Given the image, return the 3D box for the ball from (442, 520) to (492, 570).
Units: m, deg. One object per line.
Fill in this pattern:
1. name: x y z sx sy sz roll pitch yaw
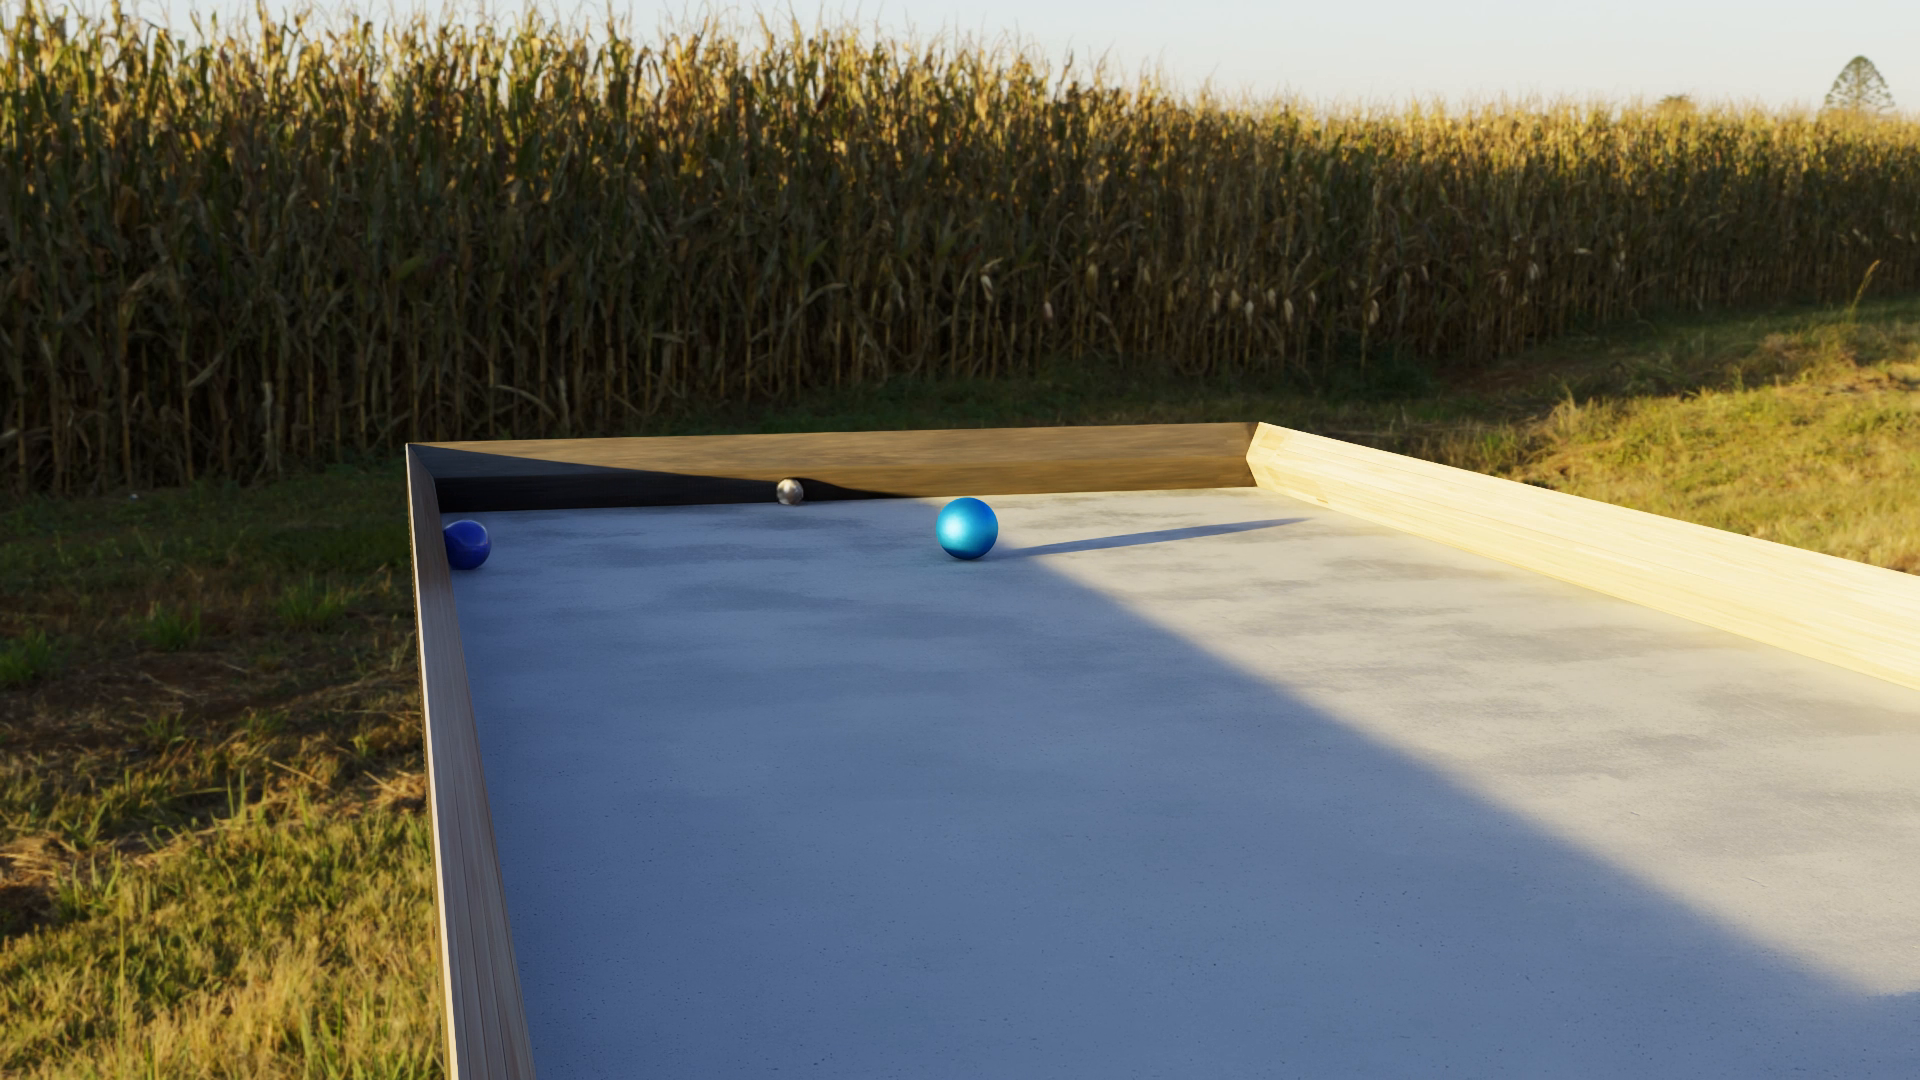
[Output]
1. ball: -0.743 0.007 3.303 0.075 0.075 0.075 0 8 0

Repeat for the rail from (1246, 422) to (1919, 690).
1. rail: 0.963 0.056 2.785 0.045 0.126 3.195 -2 9 -14

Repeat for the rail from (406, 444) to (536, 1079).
1. rail: -0.566 0.113 2.396 0.045 0.126 3.195 -2 9 -14

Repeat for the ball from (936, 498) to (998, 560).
1. ball: 0.011 -0.018 3.399 0.097 0.097 0.097 0 8 0

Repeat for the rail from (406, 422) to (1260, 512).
1. rail: -0.193 -0.136 4.099 1.626 0.126 0.045 -2 9 -14

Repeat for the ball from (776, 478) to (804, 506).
1. ball: -0.312 -0.088 4.046 0.049 0.049 0.049 0 8 0
